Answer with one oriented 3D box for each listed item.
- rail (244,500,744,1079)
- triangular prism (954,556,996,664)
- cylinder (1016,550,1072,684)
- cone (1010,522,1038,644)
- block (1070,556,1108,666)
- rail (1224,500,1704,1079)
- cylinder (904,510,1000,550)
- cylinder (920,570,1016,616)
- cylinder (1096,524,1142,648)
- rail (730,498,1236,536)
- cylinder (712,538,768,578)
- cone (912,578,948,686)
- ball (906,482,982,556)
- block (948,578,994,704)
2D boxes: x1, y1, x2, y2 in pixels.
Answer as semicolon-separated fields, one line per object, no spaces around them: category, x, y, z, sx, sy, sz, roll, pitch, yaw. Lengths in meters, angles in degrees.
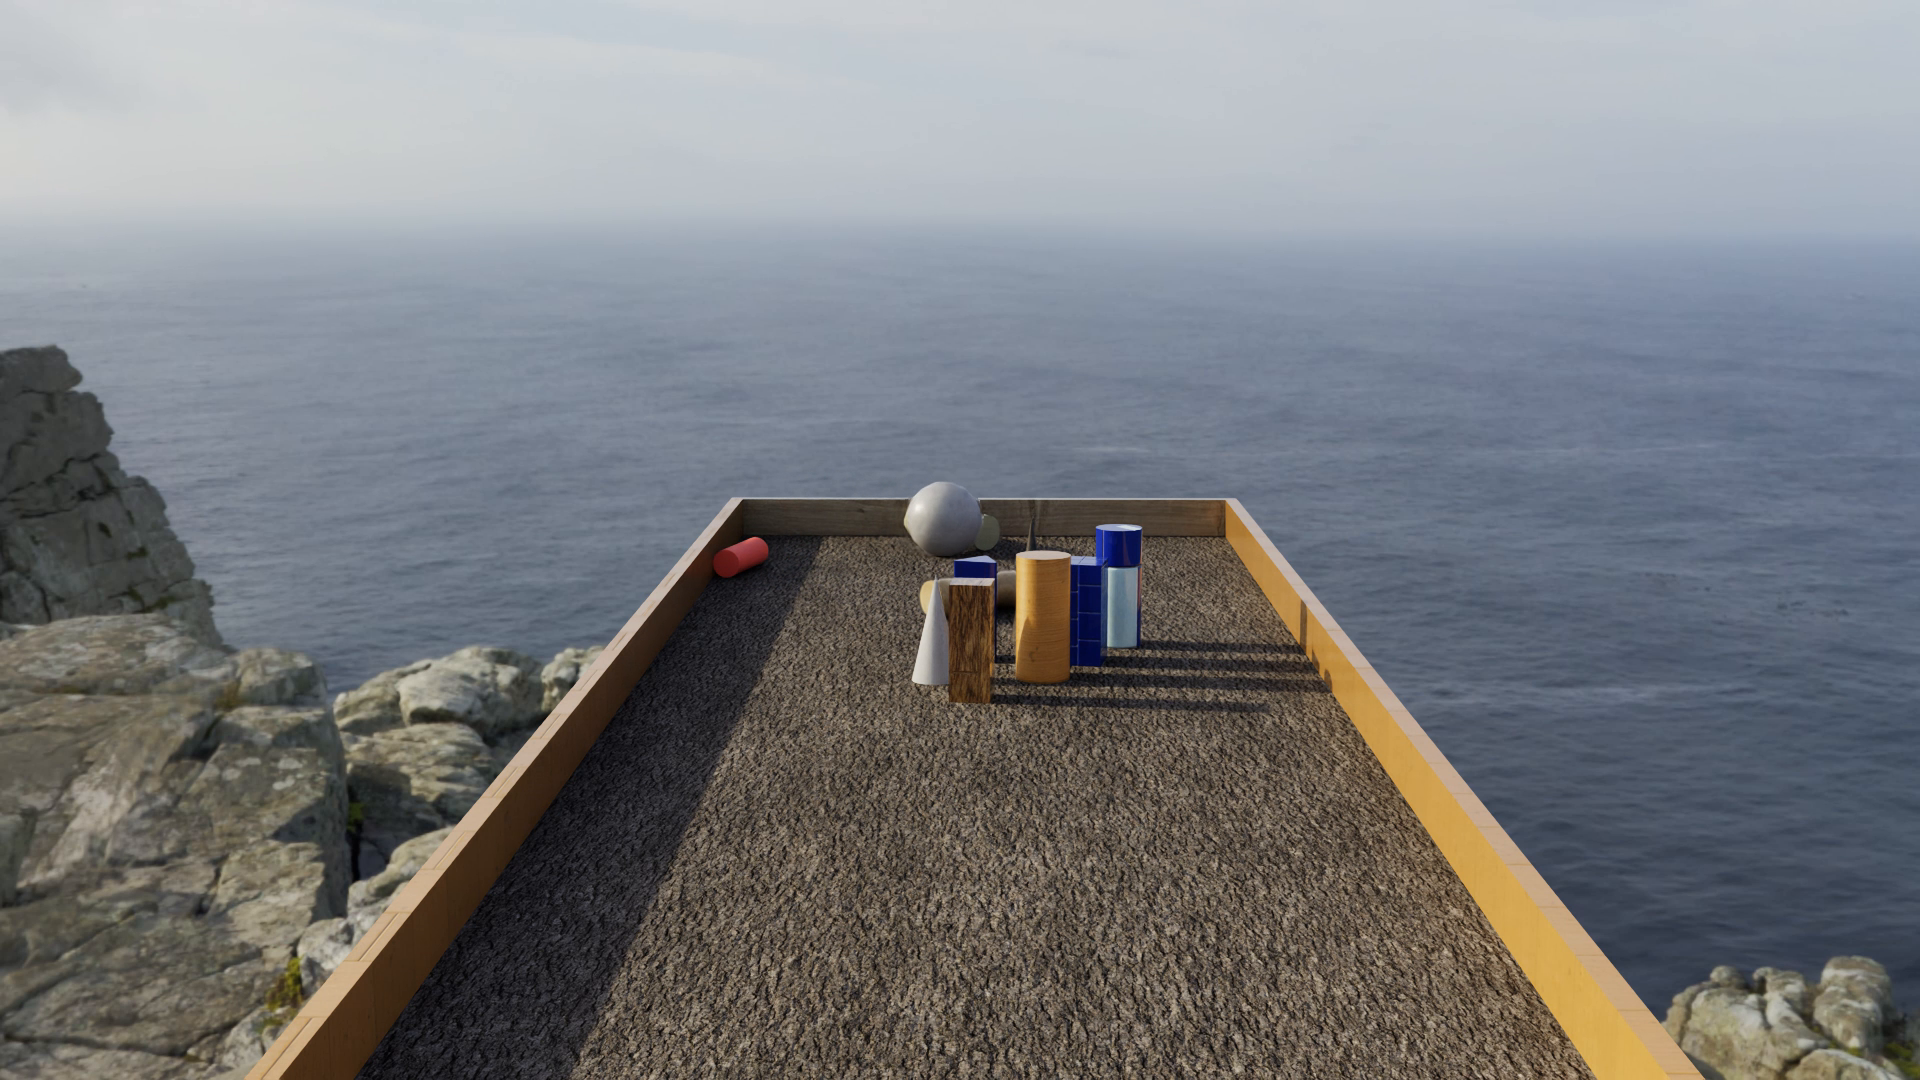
rail;-1.004;0.839;3.234;0.050;0.150;12.000;0;9;1
triangular prism;0.062;0.209;6.707;0.132;0.309;0.114;3;9;17
cylinder;0.243;0.224;6.430;0.160;0.365;0.160;0;9;0
cone;0.226;0.125;6.942;0.136;0.401;0.136;0;9;0
block;0.362;0.215;6.669;0.154;0.309;0.154;2;9;11
rail;1.046;0.843;3.208;0.050;0.150;12.000;0;9;1
cylinder;-0.035;-0.056;8.908;0.143;0.143;0.447;-7;11;-38
cylinder;0.053;0.182;7.455;0.369;0.126;0.126;-6;11;-35
cylinder;0.497;0.145;6.906;0.145;0.372;0.145;0;9;0
rail;0.099;-0.098;9.147;2.100;0.150;0.050;0;9;1
cylinder;-0.823;0.064;8.271;0.104;0.104;0.308;3;9;15
cone;-0.070;0.254;6.407;0.143;0.313;0.143;0;9;0
ball;-0.063;-0.083;8.601;0.292;0.292;0.292;0;9;0
block;0.034;0.281;6.170;0.116;0.334;0.116;1;9;7
